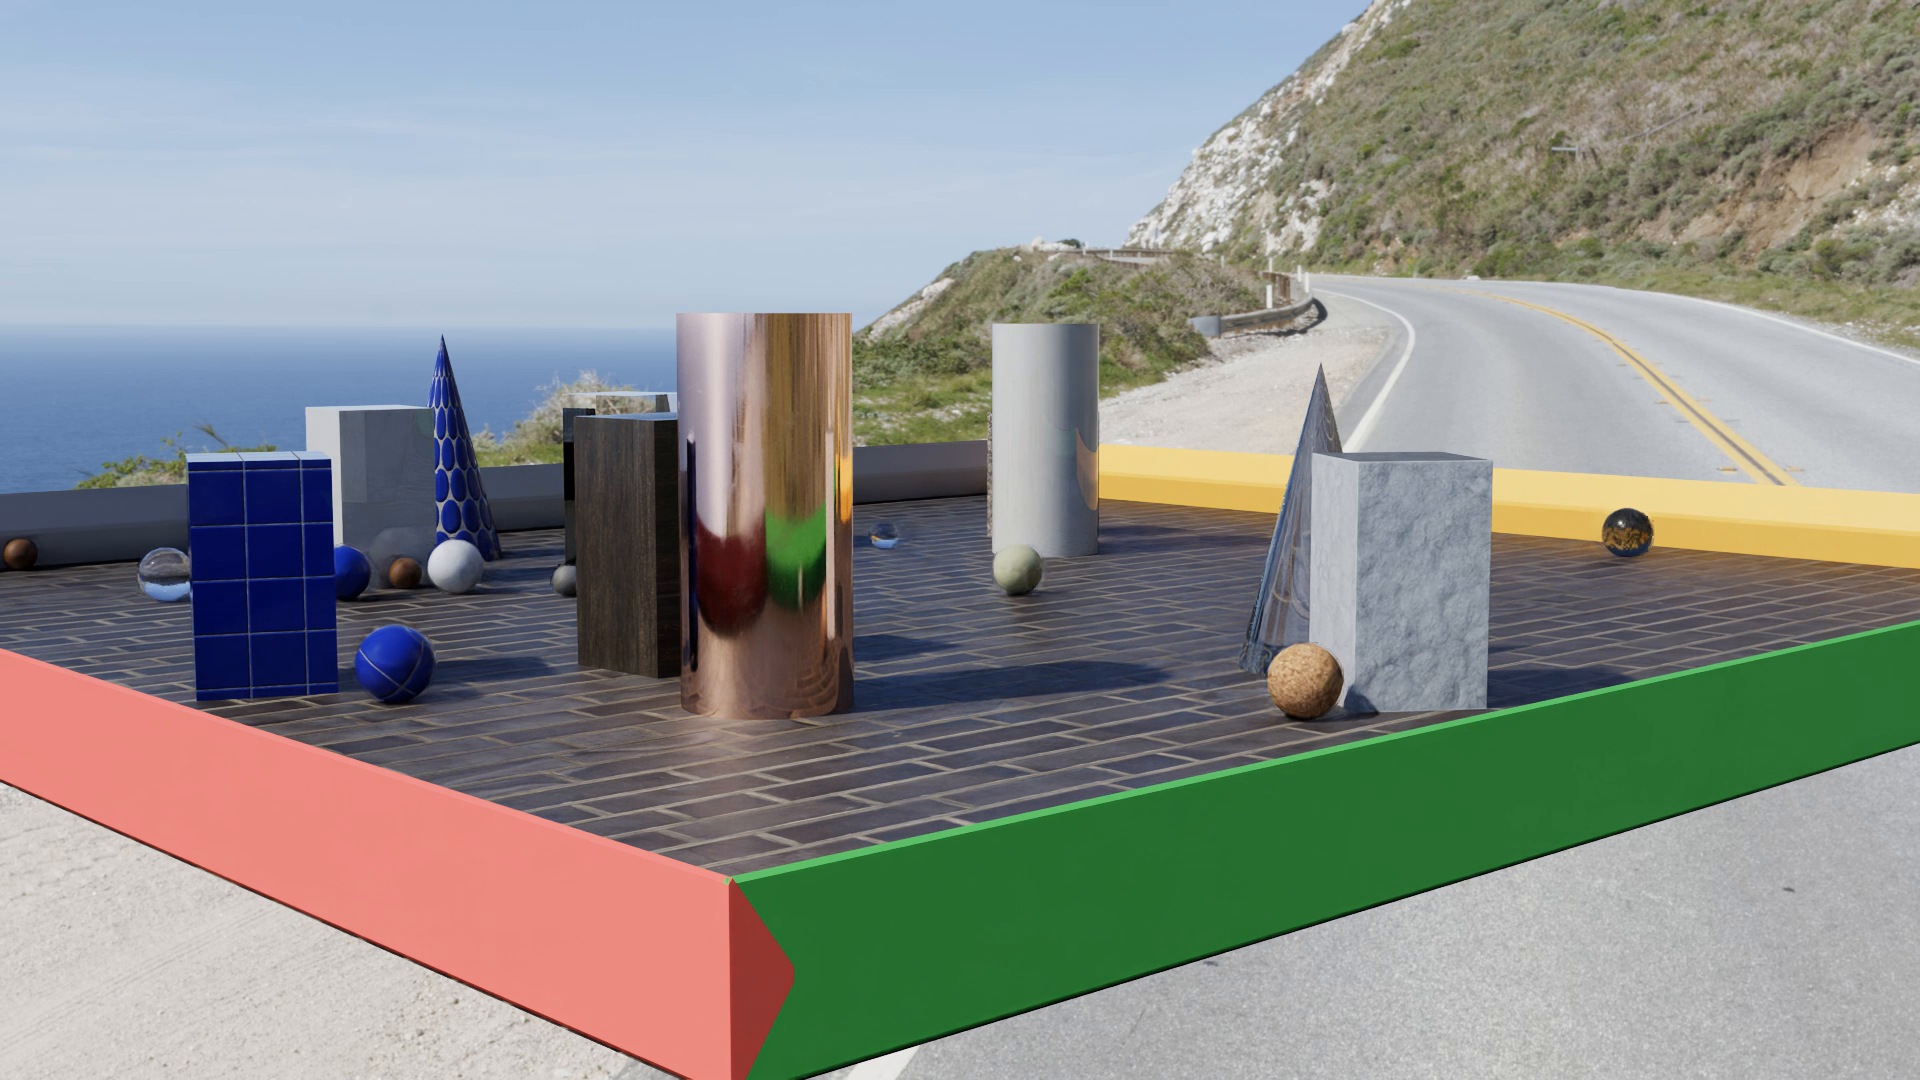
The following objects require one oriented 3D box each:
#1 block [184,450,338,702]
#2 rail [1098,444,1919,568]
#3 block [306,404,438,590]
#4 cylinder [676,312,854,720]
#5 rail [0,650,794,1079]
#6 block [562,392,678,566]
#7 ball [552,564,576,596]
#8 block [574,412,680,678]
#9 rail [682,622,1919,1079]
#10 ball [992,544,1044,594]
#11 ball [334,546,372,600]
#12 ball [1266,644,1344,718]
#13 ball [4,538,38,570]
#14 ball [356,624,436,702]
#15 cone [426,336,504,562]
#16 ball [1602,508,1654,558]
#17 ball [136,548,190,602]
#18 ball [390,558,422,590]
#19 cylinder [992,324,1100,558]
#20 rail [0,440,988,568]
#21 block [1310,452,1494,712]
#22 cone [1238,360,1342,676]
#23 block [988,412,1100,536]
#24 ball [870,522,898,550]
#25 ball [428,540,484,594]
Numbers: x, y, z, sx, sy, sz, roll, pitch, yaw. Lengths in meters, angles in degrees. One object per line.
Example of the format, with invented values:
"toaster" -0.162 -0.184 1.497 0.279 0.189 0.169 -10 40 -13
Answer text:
"block" -0.825 0.038 2.593 0.156 0.273 0.156 -2 6 -20
"rail" 1.104 -0.073 4.345 0.045 0.127 2.927 -5 8 -42
"block" -0.957 -0.072 3.578 0.156 0.286 0.156 -4 7 -35
"cylinder" -0.218 -0.033 2.468 0.195 0.441 0.195 0 6 0
"rail" -1.104 0.139 2.319 0.045 0.127 2.927 -5 8 -42
"block" -0.579 -0.106 3.836 0.156 0.299 0.156 4 7 31
"ball" -0.610 0.063 3.426 0.049 0.049 0.049 0 6 0
"block" -0.371 0.001 2.756 0.156 0.312 0.156 5 8 42
"rail" 0.976 0.143 2.280 3.052 0.127 0.045 -5 8 -42
"ball" 0.091 0.046 3.449 0.079 0.079 0.079 0 6 0
"ball" -0.947 0.051 3.374 0.084 0.084 0.084 0 6 0
"ball" 0.377 0.154 2.402 0.082 0.082 0.082 0 6 0
"ball" -1.607 0.025 3.765 0.055 0.055 0.055 0 6 0
"ball" -0.642 0.140 2.502 0.088 0.088 0.088 0 6 0
"cone" -0.921 -0.168 3.935 0.195 0.404 0.195 0 6 0
"ball" 1.203 -0.013 3.965 0.090 0.090 0.090 0 6 0
"ball" -1.212 0.053 3.359 0.084 0.084 0.084 0 6 0
"ball" -0.886 0.053 3.514 0.050 0.050 0.050 0 6 0
"cylinder" 0.156 -0.187 4.038 0.195 0.419 0.195 0 6 0
"rail" -0.976 -0.077 4.384 3.052 0.127 0.045 -5 8 -42
"block" 0.500 0.044 2.511 0.156 0.278 0.156 -1 6 -9
"cone" 0.445 -0.032 2.732 0.195 0.382 0.195 0 6 0
"block" 0.164 -0.130 4.330 0.156 0.245 0.156 5 8 41
"ball" -0.142 -0.009 4.098 0.052 0.052 0.052 0 6 0
"ball" -0.792 0.042 3.456 0.086 0.086 0.086 0 6 0
